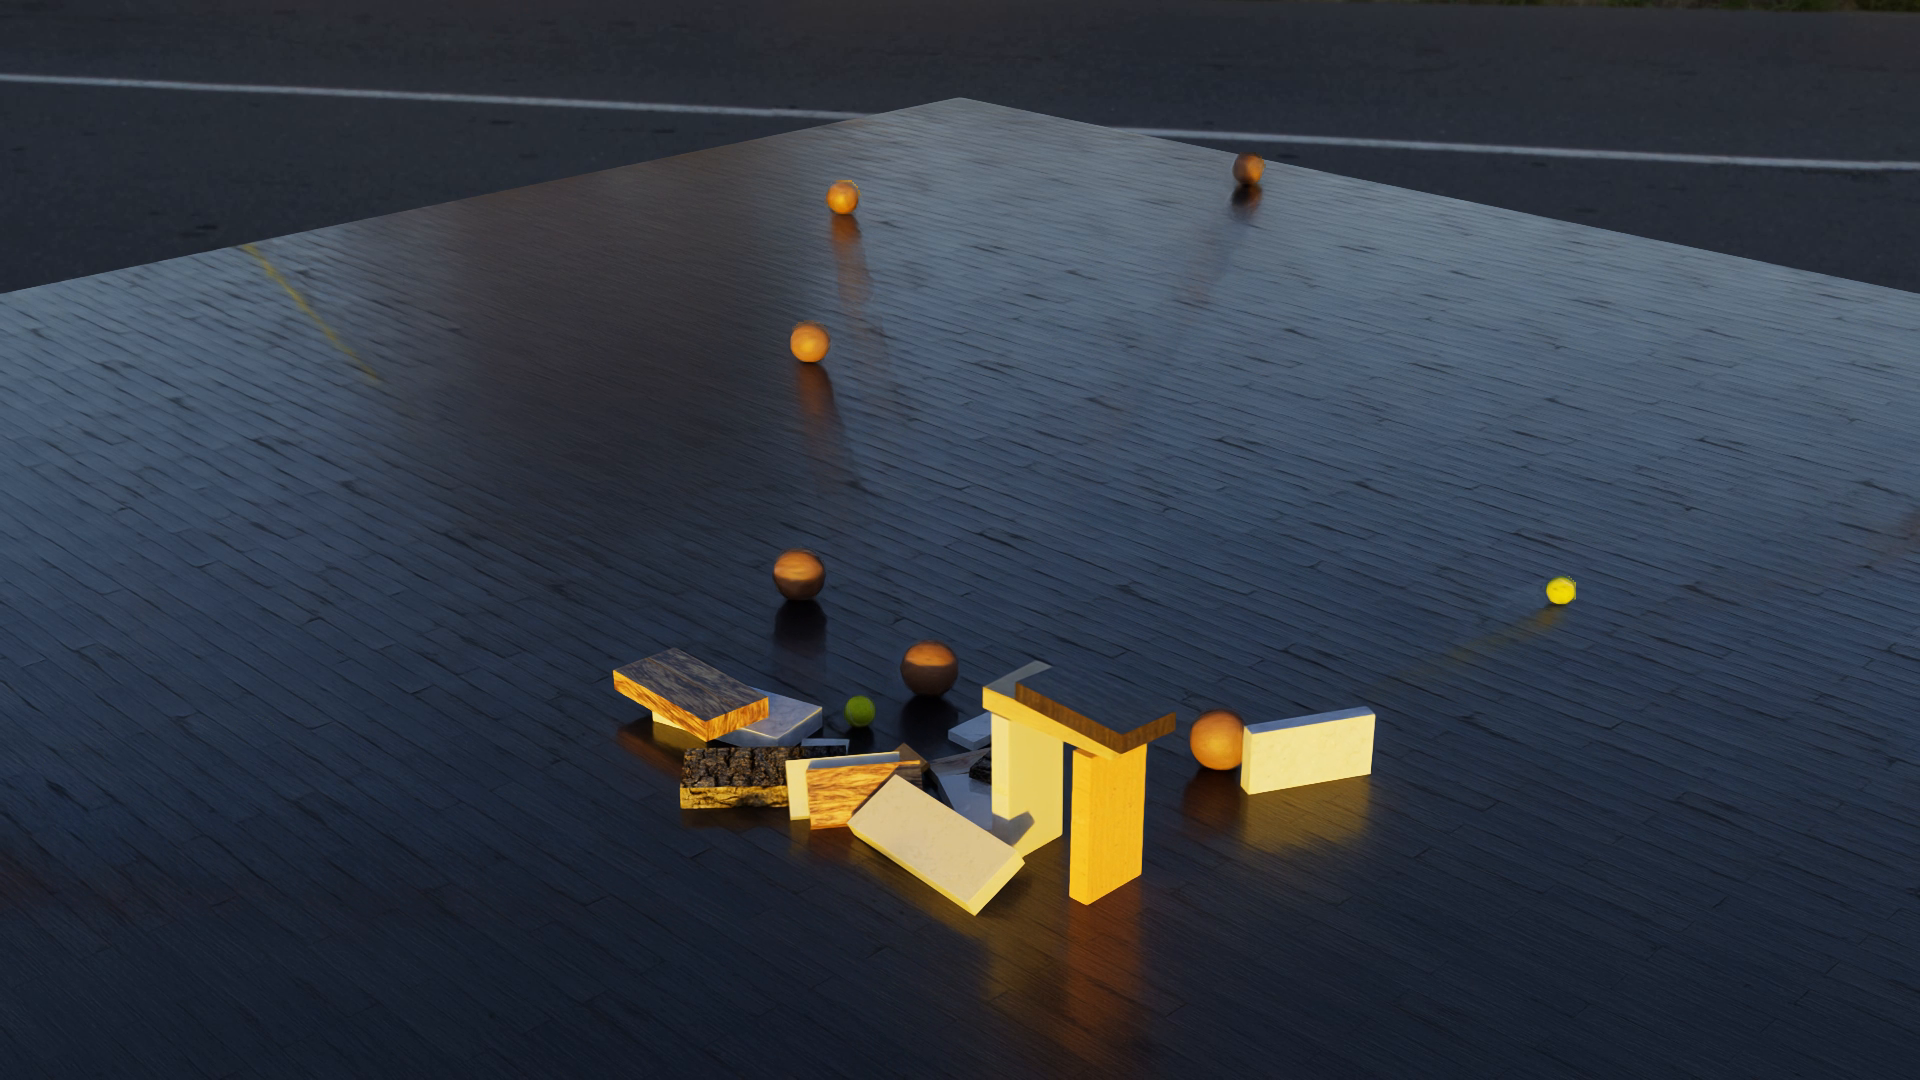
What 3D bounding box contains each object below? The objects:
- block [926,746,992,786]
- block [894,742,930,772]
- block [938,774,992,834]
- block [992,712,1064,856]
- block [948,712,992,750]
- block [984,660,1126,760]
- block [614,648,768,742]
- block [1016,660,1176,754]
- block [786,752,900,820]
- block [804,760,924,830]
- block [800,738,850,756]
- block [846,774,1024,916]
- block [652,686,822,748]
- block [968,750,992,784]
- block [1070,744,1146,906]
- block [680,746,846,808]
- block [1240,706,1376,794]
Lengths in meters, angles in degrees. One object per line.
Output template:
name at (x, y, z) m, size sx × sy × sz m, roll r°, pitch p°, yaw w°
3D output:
block at (0.066, 0.466, 4.634) m, size 0.276 × 0.022 × 0.078 m, roll -10°, pitch 25°, yaw -23°
block at (-0.109, 0.466, 4.616) m, size 0.050 × 0.014 × 0.101 m, roll -39°, pitch 36°, yaw -14°
block at (0.039, 0.541, 4.444) m, size 0.115 × 0.033 × 0.230 m, roll -6°, pitch 24°, yaw -13°
block at (0.132, 0.458, 4.279) m, size 0.044 × 0.313 × 0.157 m, roll 20°, pitch 30°, yaw 40°
block at (0.057, 0.409, 4.768) m, size 0.156 × 0.022 × 0.078 m, roll -21°, pitch 31°, yaw -40°
block at (0.213, 0.319, 4.150) m, size 0.313 × 0.044 × 0.157 m, roll 19°, pitch 30°, yaw 38°
block at (-0.588, 0.333, 4.792) m, size 0.168 × 0.048 × 0.336 m, roll -20°, pitch 30°, yaw -39°
block at (0.249, 0.307, 4.071) m, size 0.140 × 0.040 × 0.280 m, roll -19°, pitch 30°, yaw -37°
block at (-0.233, 0.497, 4.451) m, size 0.230 × 0.115 × 0.033 m, roll -4°, pitch -18°, yaw -9°
block at (-0.190, 0.512, 4.417) m, size 0.230 × 0.115 × 0.033 m, roll -4°, pitch -18°, yaw -9°
block at (-0.289, 0.443, 4.699) m, size 0.101 × 0.014 × 0.050 m, roll 1°, pitch 23°, yaw 2°
block at (-0.051, 0.585, 4.248) m, size 0.140 × 0.040 × 0.374 m, roll -44°, pitch 42°, yaw -19°
block at (-0.487, 0.380, 4.805) m, size 0.336 × 0.048 × 0.168 m, roll 13°, pitch 26°, yaw 28°
block at (0.087, 0.464, 4.561) m, size 0.078 × 0.022 × 0.156 m, roll 16°, pitch 23°, yaw 22°
block at (0.279, 0.516, 4.143) m, size 0.044 × 0.313 × 0.157 m, roll 22°, pitch 31°, yaw 40°
block at (-0.404, 0.489, 4.548) m, size 0.336 × 0.048 × 0.168 m, roll -1°, pitch 23°, yaw -2°
block at (0.721, 0.435, 4.556) m, size 0.280 × 0.140 × 0.040 m, roll -7°, pitch 24°, yaw -17°
